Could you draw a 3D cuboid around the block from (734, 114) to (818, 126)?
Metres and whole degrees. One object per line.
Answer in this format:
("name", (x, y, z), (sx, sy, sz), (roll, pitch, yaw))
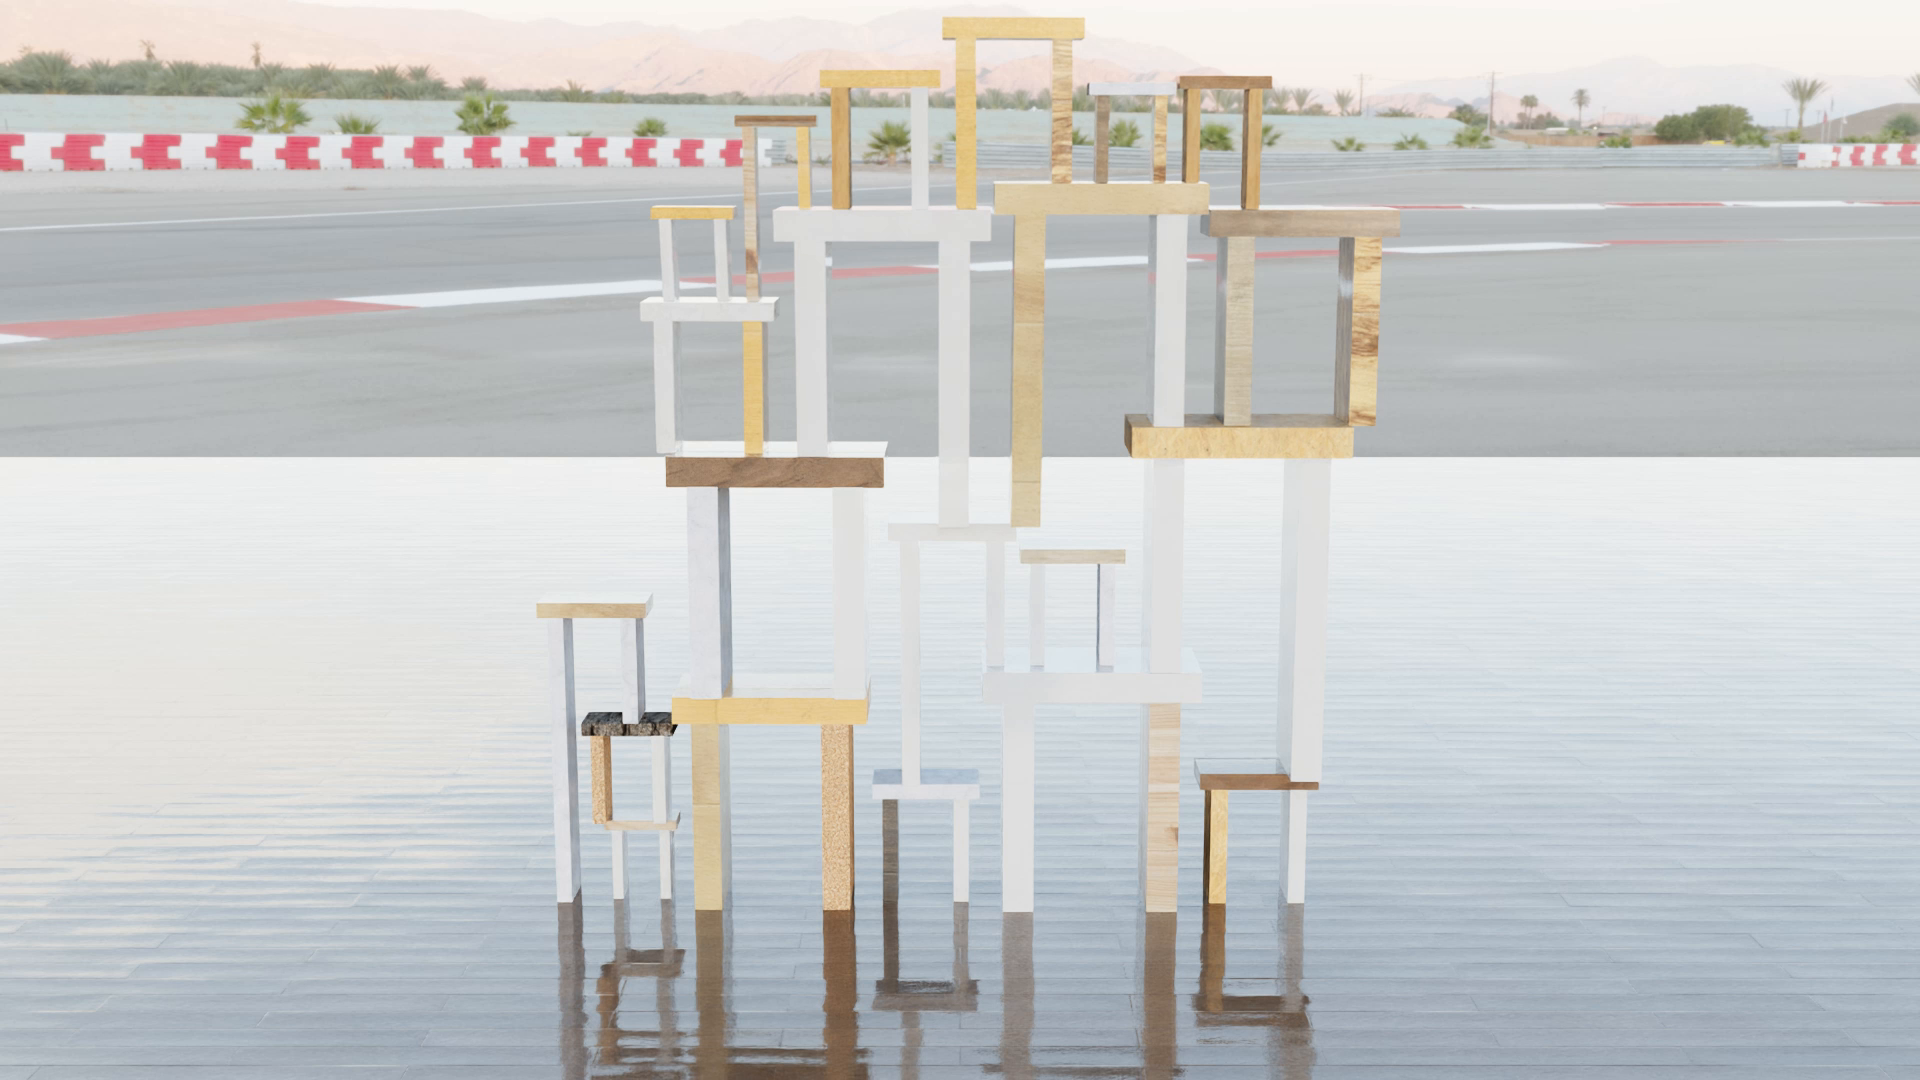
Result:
("block", (-0.286, -0.655, 3.434), (0.126, 0.018, 0.063), (0, 11, 0))

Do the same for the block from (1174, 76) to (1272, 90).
("block", (0.409, -0.712, 3.423), (0.143, 0.020, 0.072), (0, 11, -1))

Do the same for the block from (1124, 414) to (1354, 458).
("block", (0.443, -0.167, 3.526), (0.346, 0.049, 0.173), (0, 11, 0))

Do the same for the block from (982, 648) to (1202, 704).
("block", (0.212, 0.220, 3.601), (0.351, 0.050, 0.176), (0, 11, 0))

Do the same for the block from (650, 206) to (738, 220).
("block", (-0.418, -0.516, 3.464), (0.128, 0.018, 0.064), (0, 11, 1))

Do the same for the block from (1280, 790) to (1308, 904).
("block", (0.553, 0.494, 3.654), (0.027, 0.194, 0.097), (0, 11, 0))

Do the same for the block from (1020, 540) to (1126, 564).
("block", (0.181, 0.019, 3.562), (0.168, 0.024, 0.084), (0, 11, 0))

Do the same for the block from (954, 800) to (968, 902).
("block", (0.002, 0.503, 3.658), (0.025, 0.175, 0.088), (0, 11, 0))

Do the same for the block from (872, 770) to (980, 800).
("block", (-0.056, 0.404, 3.640), (0.175, 0.025, 0.088), (0, 11, 0))

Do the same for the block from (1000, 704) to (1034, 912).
("block", (0.095, 0.417, 3.637), (0.050, 0.351, 0.175), (0, 11, 0))

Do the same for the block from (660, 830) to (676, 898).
("block", (-0.487, 0.531, 3.664), (0.017, 0.118, 0.059), (0, 11, 0))

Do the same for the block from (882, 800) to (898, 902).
("block", (-0.115, 0.503, 3.658), (0.025, 0.176, 0.088), (0, 11, -1))

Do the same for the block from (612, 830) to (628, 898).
("block", (-0.566, 0.531, 3.664), (0.017, 0.118, 0.059), (0, 11, 0))

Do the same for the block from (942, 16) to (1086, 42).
("block", (0.082, -0.793, 3.416), (0.219, 0.031, 0.109), (0, 10, 0))

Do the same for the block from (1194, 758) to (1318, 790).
("block", (0.488, 0.386, 3.633), (0.194, 0.027, 0.097), (0, 11, 0))

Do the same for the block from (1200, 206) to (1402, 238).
("block", (0.534, -0.503, 3.471), (0.294, 0.042, 0.147), (0, 11, 0))

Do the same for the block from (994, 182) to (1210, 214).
("block", (0.218, -0.538, 3.457), (0.329, 0.047, 0.165), (0, 10, 0))

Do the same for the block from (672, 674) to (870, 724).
("block", (-0.306, 0.260, 3.608), (0.313, 0.044, 0.157), (0, 11, 0))

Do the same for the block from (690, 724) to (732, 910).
("block", (-0.411, 0.436, 3.641), (0.044, 0.313, 0.157), (0, 11, 0))

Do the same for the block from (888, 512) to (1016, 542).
("block", (-0.013, -0.022, 3.559), (0.206, 0.029, 0.103), (0, 10, 0))

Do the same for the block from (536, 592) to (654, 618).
("block", (-0.594, 0.106, 3.582), (0.175, 0.025, 0.088), (0, 11, 0))

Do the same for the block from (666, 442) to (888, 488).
("block", (-0.290, -0.122, 3.533), (0.343, 0.049, 0.171), (0, 11, 0))

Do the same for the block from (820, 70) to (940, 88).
("block", (-0.124, -0.718, 3.427), (0.185, 0.026, 0.093), (0, 11, -1))

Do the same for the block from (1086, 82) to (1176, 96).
("block", (0.267, -0.704, 3.431), (0.134, 0.019, 0.067), (0, 11, 0))

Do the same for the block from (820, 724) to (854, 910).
("block", (-0.202, 0.436, 3.641), (0.044, 0.313, 0.157), (0, 11, 0))

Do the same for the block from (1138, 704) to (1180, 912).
("block", (0.329, 0.417, 3.637), (0.050, 0.351, 0.176), (0, 11, 0))

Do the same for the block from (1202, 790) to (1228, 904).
("block", (0.424, 0.494, 3.654), (0.027, 0.194, 0.097), (0, 11, 0))

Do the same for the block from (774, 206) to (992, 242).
("block", (-0.120, -0.499, 3.463), (0.335, 0.047, 0.167), (0, 11, 0))

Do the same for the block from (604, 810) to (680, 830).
("block", (-0.527, 0.465, 3.651), (0.118, 0.017, 0.059), (0, 11, 0))

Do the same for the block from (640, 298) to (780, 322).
("block", (-0.395, -0.366, 3.490), (0.209, 0.030, 0.104), (0, 11, 0))

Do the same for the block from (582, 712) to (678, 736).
("block", (-0.541, 0.302, 3.611), (0.148, 0.021, 0.074), (0, 11, 0))
